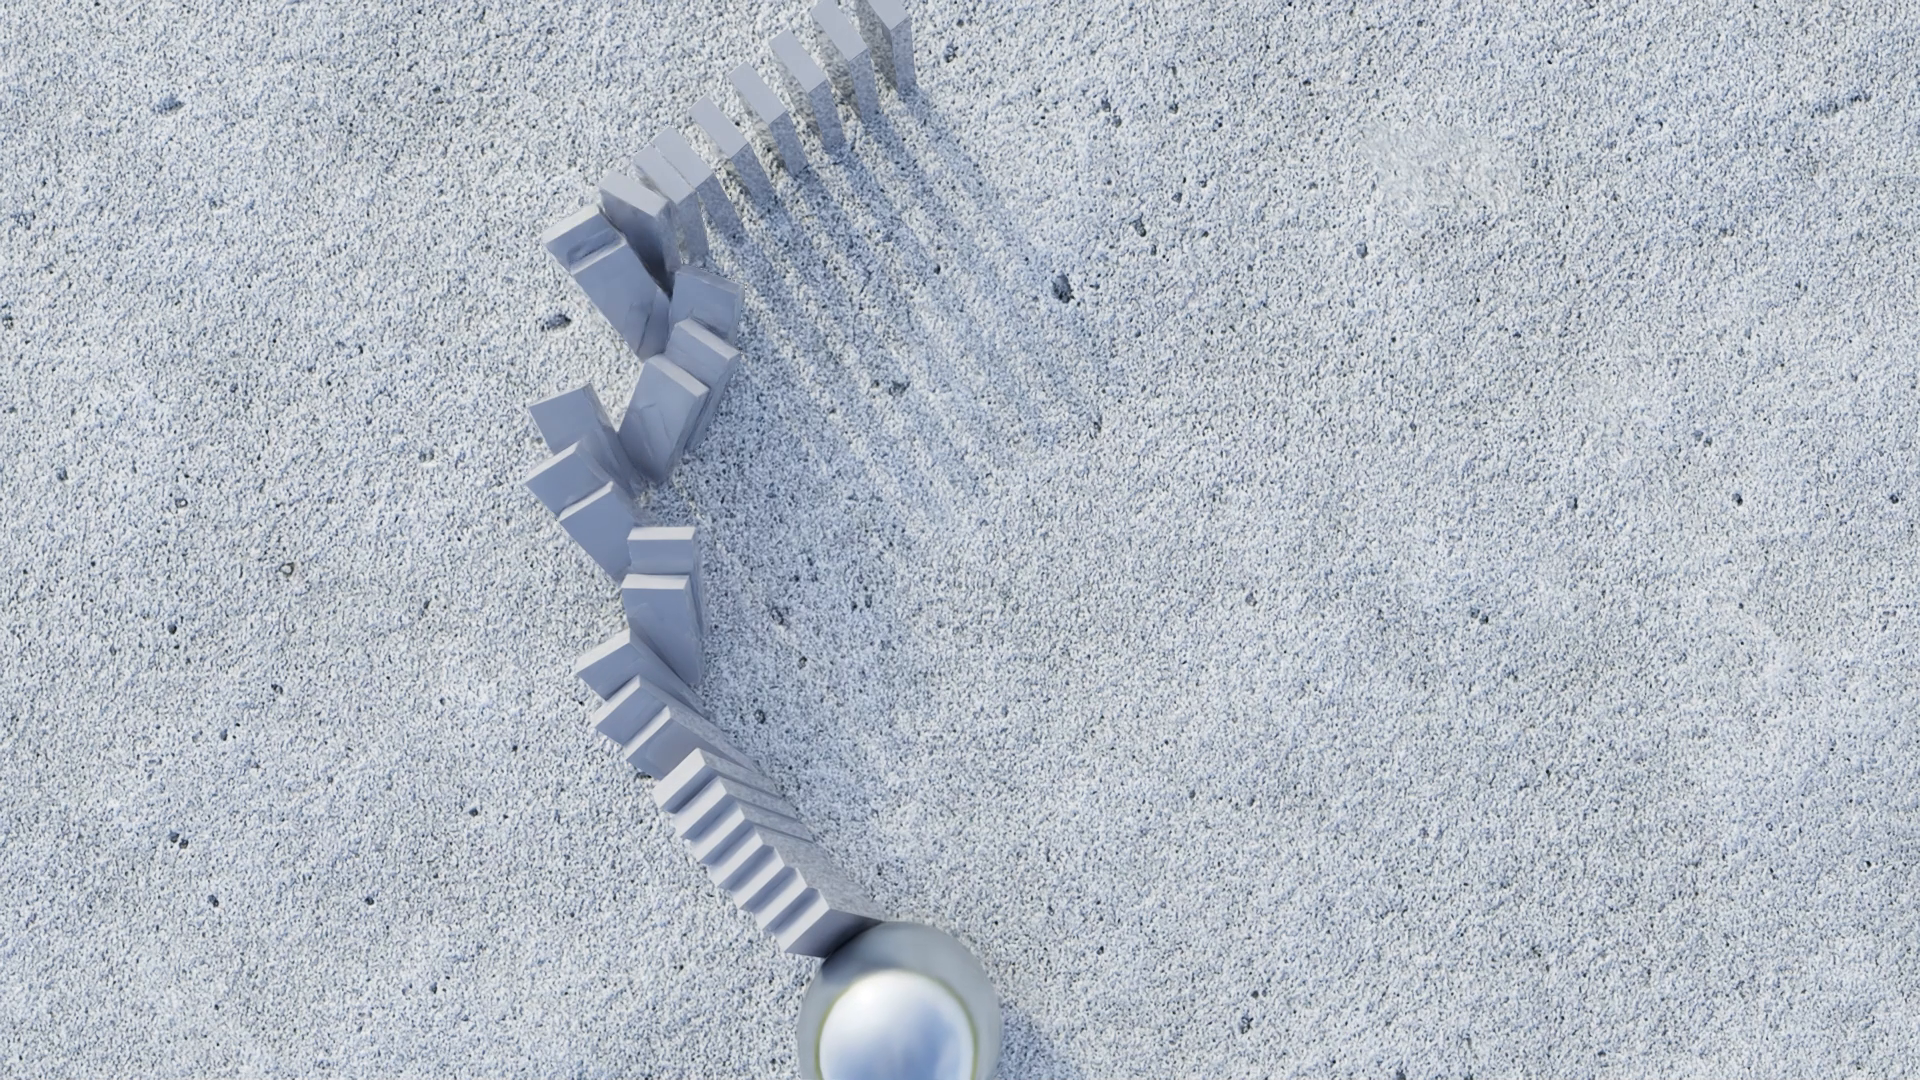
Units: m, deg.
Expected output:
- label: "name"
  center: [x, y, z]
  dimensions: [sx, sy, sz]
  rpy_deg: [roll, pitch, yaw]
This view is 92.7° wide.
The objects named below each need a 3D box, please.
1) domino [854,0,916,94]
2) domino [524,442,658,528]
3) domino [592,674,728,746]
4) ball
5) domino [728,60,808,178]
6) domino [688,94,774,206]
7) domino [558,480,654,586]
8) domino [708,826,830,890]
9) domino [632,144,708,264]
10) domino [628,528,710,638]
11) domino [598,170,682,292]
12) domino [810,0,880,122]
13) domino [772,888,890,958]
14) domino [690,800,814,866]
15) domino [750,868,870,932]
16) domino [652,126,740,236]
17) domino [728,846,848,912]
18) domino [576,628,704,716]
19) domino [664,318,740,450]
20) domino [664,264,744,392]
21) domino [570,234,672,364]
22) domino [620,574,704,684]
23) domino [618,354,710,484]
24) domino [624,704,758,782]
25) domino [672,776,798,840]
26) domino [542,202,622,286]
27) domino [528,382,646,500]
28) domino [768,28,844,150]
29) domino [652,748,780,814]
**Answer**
- label: "domino"
  center: [-0.030, -0.207, 0.375]
  dimensions: [0.009, 0.050, 0.025]
  rpy_deg: [-37, 90, 0]
- label: "domino"
  center: [-0.152, -0.014, 0.381]
  dimensions: [0.025, 0.009, 0.050]
  rpy_deg: [-30, 123, 8]
- label: "domino"
  center: [-0.124, 0.079, 0.382]
  dimensions: [0.025, 0.010, 0.050]
  rpy_deg: [-42, 124, 1]
- label: "ball"
  center: [-0.024, 0.193, 0.360]
  dimensions: [0.080, 0.080, 0.080]
  rpy_deg: [0, 90, 0]
- label: "domino"
  center: [-0.077, -0.171, 0.375]
  dimensions: [0.010, 0.050, 0.025]
  rpy_deg: [-39, 90, 0]
- label: "domino"
  center: [-0.092, -0.158, 0.375]
  dimensions: [0.010, 0.050, 0.025]
  rpy_deg: [-42, 90, 0]
- label: "domino"
  center: [-0.139, 0.002, 0.382]
  dimensions: [0.025, 0.010, 0.050]
  rpy_deg: [-30, 123, 4]
- label: "domino"
  center: [-0.077, 0.134, 0.377]
  dimensions: [0.025, 0.050, 0.010]
  rpy_deg: [-43, 53, 0]
- label: "domino"
  center: [-0.117, -0.136, 0.375]
  dimensions: [0.009, 0.050, 0.025]
  rpy_deg: [-43, 90, -13]
- label: "domino"
  center: [-0.121, 0.018, 0.382]
  dimensions: [0.025, 0.010, 0.050]
  rpy_deg: [0, 123, -4]
- label: "domino"
  center: [-0.130, -0.125, 0.375]
  dimensions: [0.025, 0.050, 0.009]
  rpy_deg: [29, 69, 0]
- label: "domino"
  center: [-0.046, -0.195, 0.375]
  dimensions: [0.009, 0.050, 0.025]
  rpy_deg: [-37, 90, 0]
- label: "domino"
  center: [-0.052, 0.159, 0.377]
  dimensions: [0.025, 0.050, 0.009]
  rpy_deg: [-43, 53, 0]
- label: "domino"
  center: [-0.085, 0.125, 0.377]
  dimensions: [0.025, 0.050, 0.010]
  rpy_deg: [-43, 53, 0]
- label: "domino"
  center: [-0.060, 0.151, 0.377]
  dimensions: [0.025, 0.050, 0.010]
  rpy_deg: [-43, 53, 0]
- label: "domino"
  center: [-0.107, -0.146, 0.375]
  dimensions: [0.010, 0.050, 0.025]
  rpy_deg: [-43, 90, -3]
- label: "domino"
  center: [-0.069, 0.143, 0.377]
  dimensions: [0.025, 0.050, 0.010]
  rpy_deg: [-43, 53, 0]
- label: "domino"
  center: [-0.132, 0.062, 0.381]
  dimensions: [0.025, 0.010, 0.050]
  rpy_deg: [-30, 125, 2]
- label: "domino"
  center: [-0.113, -0.064, 0.382]
  dimensions: [0.025, 0.010, 0.050]
  rpy_deg: [34, 124, -3]
- label: "domino"
  center: [-0.108, -0.085, 0.381]
  dimensions: [0.025, 0.009, 0.050]
  rpy_deg: [19, 124, -4]
- label: "domino"
  center: [-0.134, -0.097, 0.379]
  dimensions: [0.025, 0.050, 0.009]
  rpy_deg: [-30, 47, 0]
- label: "domino"
  center: [-0.123, 0.038, 0.382]
  dimensions: [0.025, 0.009, 0.050]
  rpy_deg: [1, 123, -1]
- label: "domino"
  center: [-0.125, -0.050, 0.382]
  dimensions: [0.025, 0.009, 0.050]
  rpy_deg: [36, 124, -1]
- label: "domino"
  center: [-0.112, 0.092, 0.382]
  dimensions: [0.025, 0.010, 0.050]
  rpy_deg: [-43, 124, 0]
- label: "domino"
  center: [-0.092, 0.115, 0.377]
  dimensions: [0.025, 0.050, 0.009]
  rpy_deg: [-43, 53, 0]
- label: "domino"
  center: [-0.144, -0.111, 0.377]
  dimensions: [0.025, 0.050, 0.010]
  rpy_deg: [-29, 52, 2]
- label: "domino"
  center: [-0.156, -0.038, 0.385]
  dimensions: [0.025, 0.009, 0.050]
  rpy_deg: [-17, 110, 10]
- label: "domino"
  center: [-0.062, -0.183, 0.375]
  dimensions: [0.009, 0.050, 0.025]
  rpy_deg: [-38, 90, 0]
- label: "domino"
  center: [-0.099, 0.105, 0.378]
  dimensions: [0.025, 0.050, 0.010]
  rpy_deg: [-43, 50, 0]
